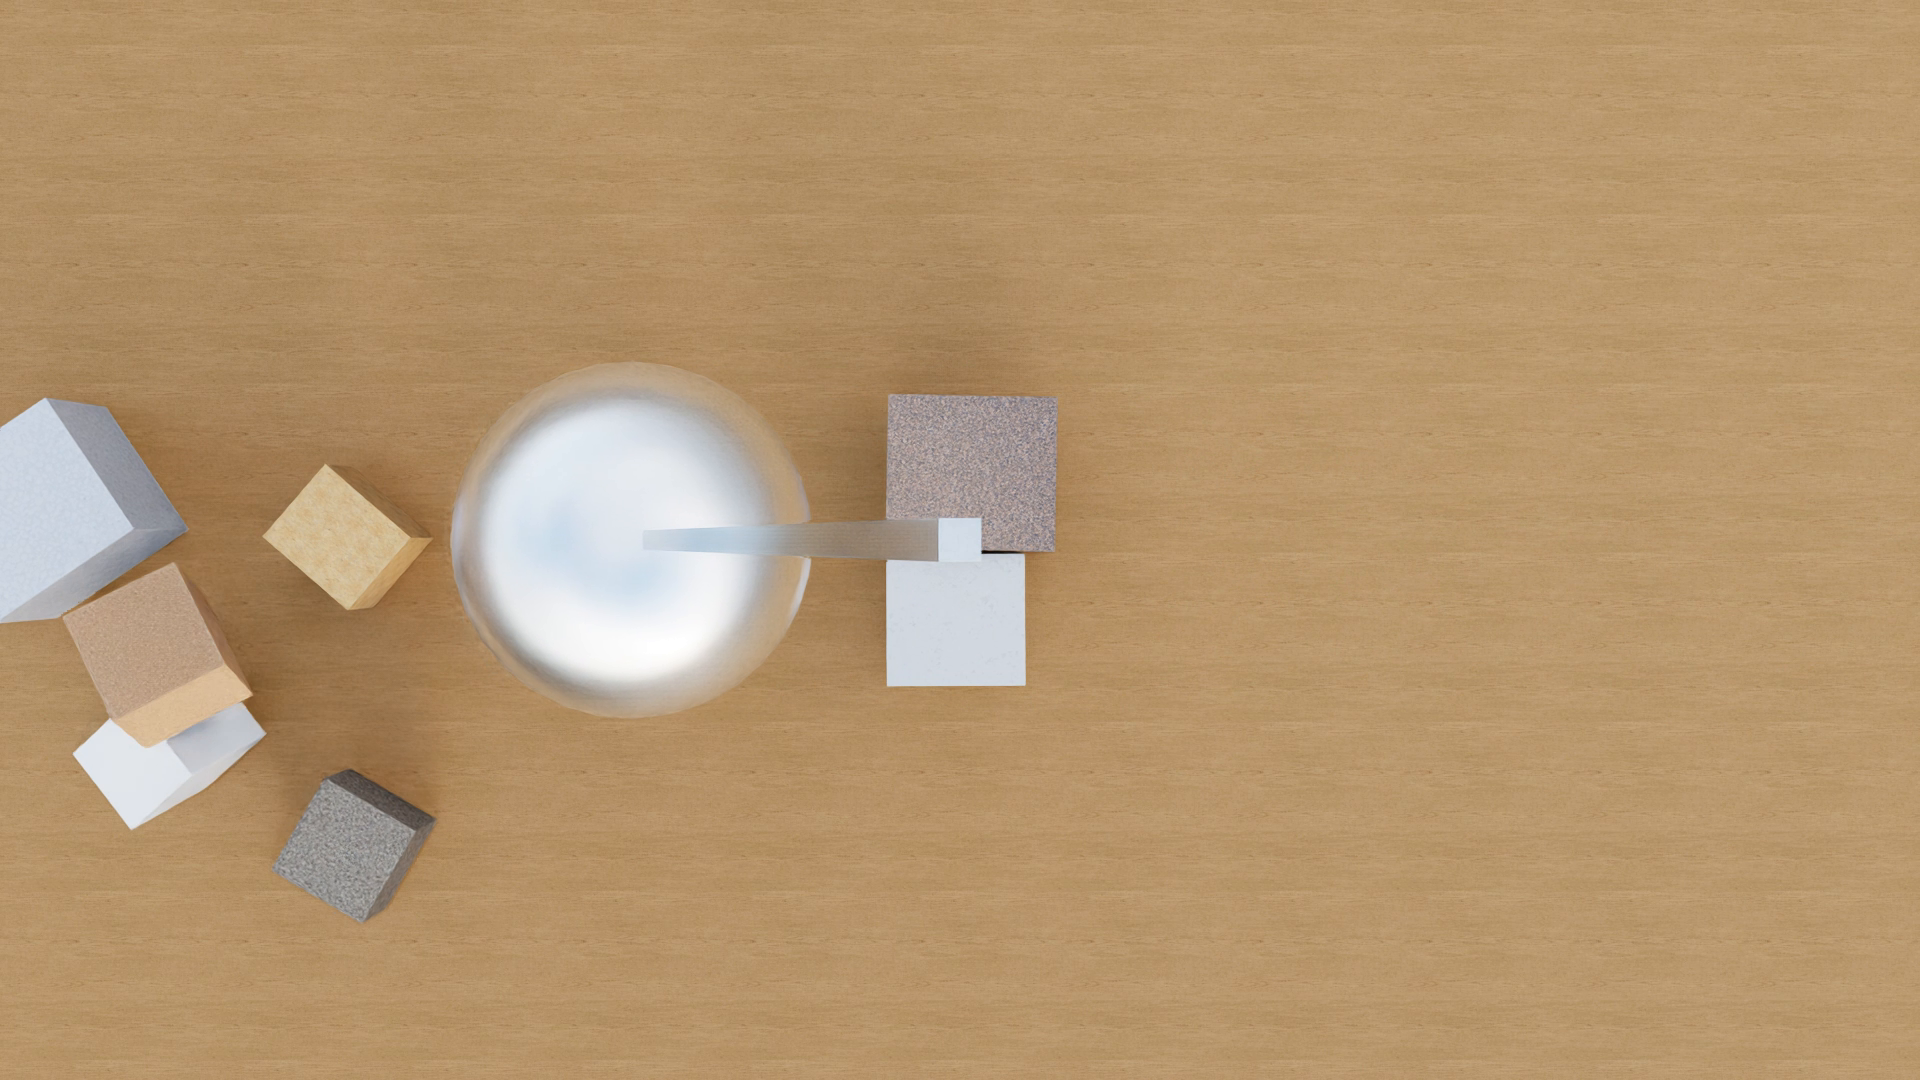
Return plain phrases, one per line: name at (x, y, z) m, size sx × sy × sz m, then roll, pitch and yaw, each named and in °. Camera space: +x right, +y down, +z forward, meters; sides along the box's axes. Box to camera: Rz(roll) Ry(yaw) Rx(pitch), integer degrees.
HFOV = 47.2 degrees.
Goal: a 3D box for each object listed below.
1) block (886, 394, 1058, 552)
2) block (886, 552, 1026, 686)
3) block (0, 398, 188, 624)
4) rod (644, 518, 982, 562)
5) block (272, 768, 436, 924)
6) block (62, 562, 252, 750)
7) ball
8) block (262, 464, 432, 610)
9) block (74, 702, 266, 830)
block at (0.064, -0.370, 12.553) m, size 0.934 × 0.894 × 0.850 m, roll 1°, pitch 90°, yaw 0°
block at (-0.023, 0.444, 12.612) m, size 0.769 × 0.776 × 0.732 m, roll 0°, pitch 90°, yaw 0°
block at (-5.190, -0.162, 12.565) m, size 0.938 × 0.869 × 0.874 m, roll -34°, pitch 90°, yaw 0°
rod at (-0.633, 0.000, 6.540) m, size 0.080 × 5.200 × 0.080 m, roll 0°, pitch 90°, yaw -14°
block at (-3.501, 1.764, 12.741) m, size 0.600 × 0.519 × 0.608 m, roll 30°, pitch 90°, yaw 0°
block at (-4.334, 0.631, 11.914) m, size 0.632 × 0.613 × 0.656 m, roll -28°, pitch 75°, yaw -12°
ball at (-1.460, 0.000, 9.838) m, size 1.600 × 1.600 × 1.600 m, roll 0°, pitch 90°, yaw 0°
block at (-3.531, -0.017, 12.726) m, size 0.639 × 0.548 × 0.544 m, roll 41°, pitch 90°, yaw 0°
block at (-4.512, 1.166, 12.572) m, size 0.614 × 0.652 × 0.543 m, roll -38°, pitch 90°, yaw 26°
